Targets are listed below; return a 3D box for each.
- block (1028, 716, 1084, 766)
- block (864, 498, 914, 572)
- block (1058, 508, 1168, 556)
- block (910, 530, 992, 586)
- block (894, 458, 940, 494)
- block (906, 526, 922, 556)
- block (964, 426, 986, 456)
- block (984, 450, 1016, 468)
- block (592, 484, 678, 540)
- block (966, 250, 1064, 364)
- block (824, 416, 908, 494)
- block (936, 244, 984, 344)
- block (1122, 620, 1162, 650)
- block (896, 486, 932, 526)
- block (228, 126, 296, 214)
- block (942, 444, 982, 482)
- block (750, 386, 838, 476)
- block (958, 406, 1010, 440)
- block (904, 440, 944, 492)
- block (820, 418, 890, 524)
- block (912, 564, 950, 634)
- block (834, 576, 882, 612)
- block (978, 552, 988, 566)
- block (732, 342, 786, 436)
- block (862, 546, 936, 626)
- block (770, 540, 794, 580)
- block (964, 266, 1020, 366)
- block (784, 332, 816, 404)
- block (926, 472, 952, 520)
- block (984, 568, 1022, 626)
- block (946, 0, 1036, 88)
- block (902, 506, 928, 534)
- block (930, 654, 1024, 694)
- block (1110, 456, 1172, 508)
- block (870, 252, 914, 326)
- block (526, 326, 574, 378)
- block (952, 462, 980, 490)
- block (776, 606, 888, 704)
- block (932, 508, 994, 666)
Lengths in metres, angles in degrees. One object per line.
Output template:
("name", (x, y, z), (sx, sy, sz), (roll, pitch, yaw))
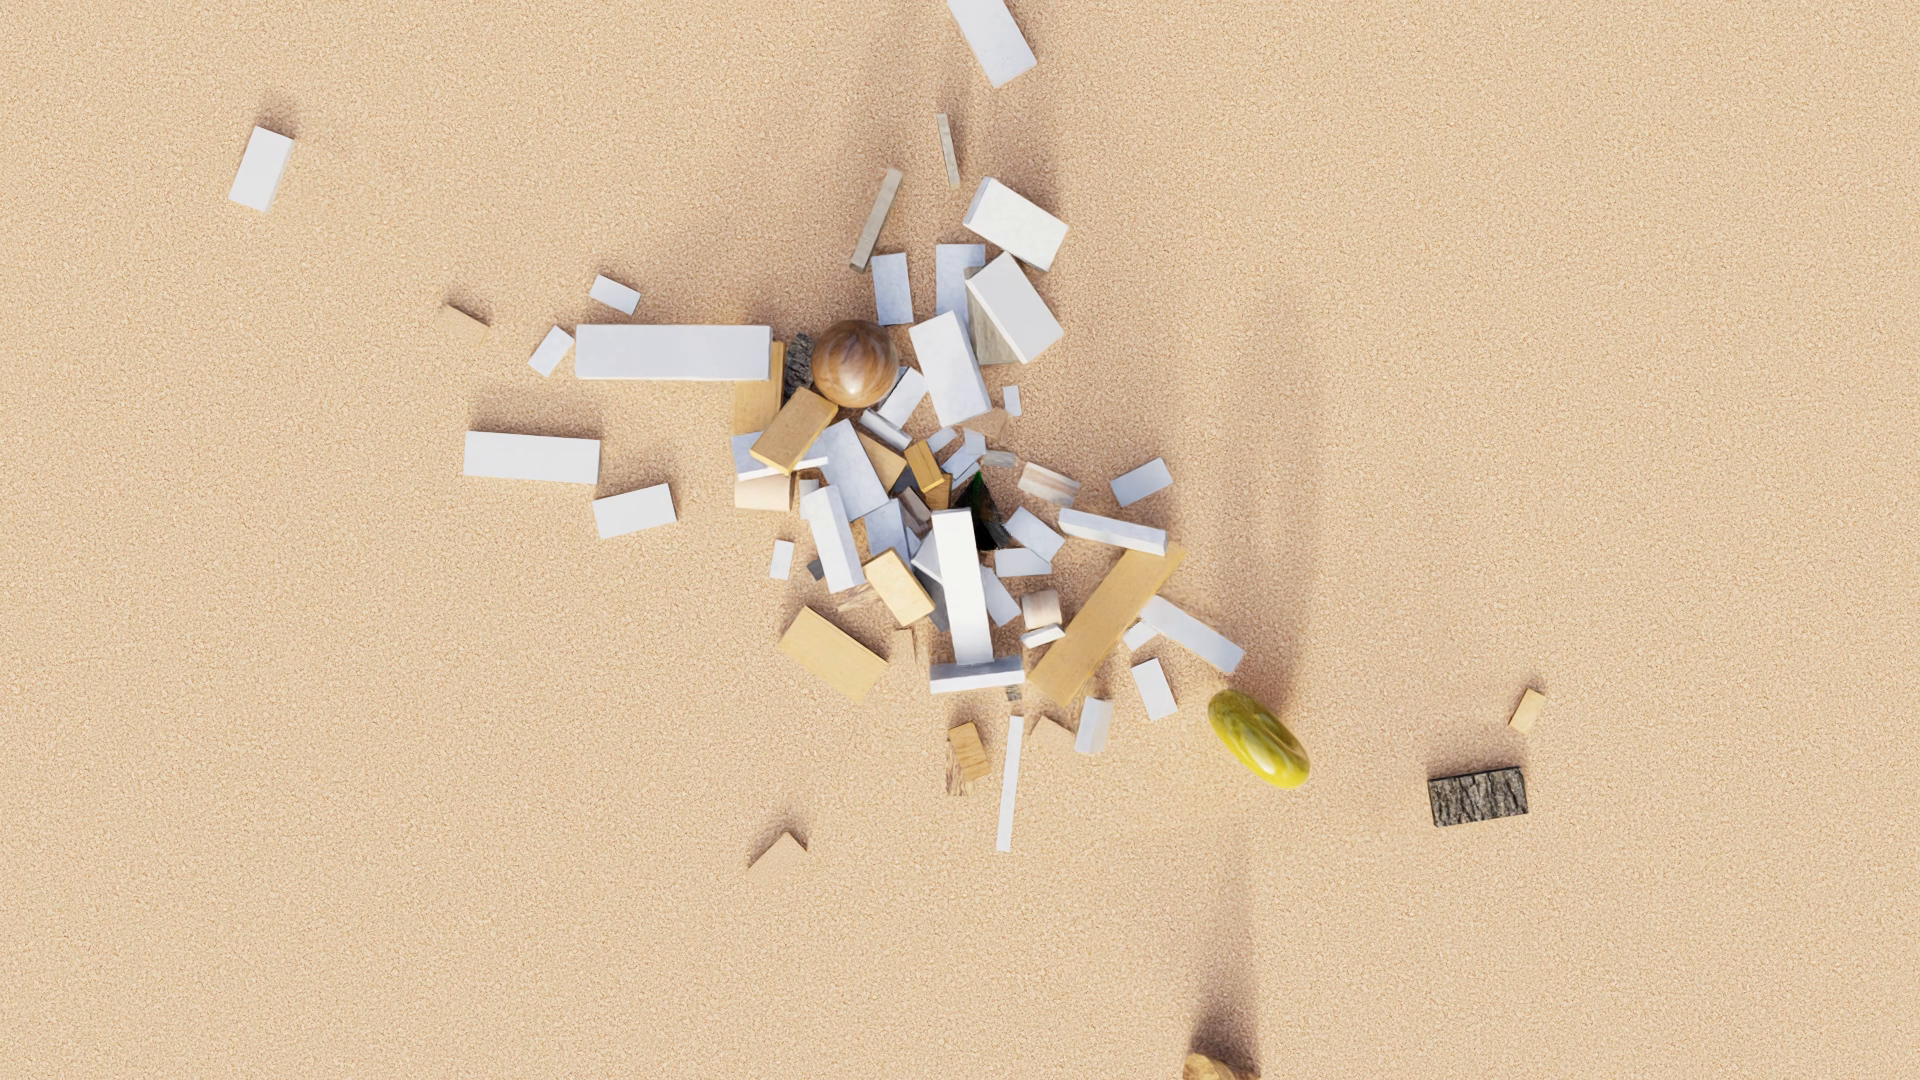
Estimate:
("block", (0.328, 0.667, 5.487), (0.182, 0.026, 0.091), (30, 90, 0))
("block", (-0.237, -0.003, 5.425), (0.124, 0.035, 0.248), (-14, 77, 12))
("block", (0.502, -0.026, 5.376), (0.346, 0.173, 0.049), (13, 81, 12))
("block", (-0.029, 0.088, 5.409), (0.249, 0.035, 0.125), (35, 68, -12))
("block", (-0.145, -0.213, 5.488), (0.165, 0.023, 0.082), (-13, 90, 0))
("block", (-0.142, 0.087, 5.466), (0.124, 0.035, 0.248), (-39, 94, 6))
("block", (0.048, -0.344, 5.471), (0.064, 0.018, 0.129), (-6, 71, 0))
("block", (0.132, -0.270, 5.493), (0.101, 0.014, 0.050), (7, 90, 0))
("block", (-1.080, -0.095, 5.482), (0.258, 0.037, 0.129), (-14, 90, 0))
("block", (0.181, -0.764, 5.417), (0.167, 0.047, 0.334), (-40, 103, -17))
("block", (-0.383, -0.298, 5.465), (0.403, 0.044, 0.154), (32, 90, 4))
("block", (0.002, -0.817, 5.477), (0.161, 0.046, 0.322), (0, 90, 0))
("block", (0.607, 0.305, 5.491), (0.134, 0.019, 0.067), (-35, 90, 0))
("block", (-0.149, -0.114, 5.463), (0.062, 0.018, 0.124), (-40, 90, 22))
("block", (-2.319, -1.230, 5.482), (0.129, 0.037, 0.258), (21, 90, 0))
("block", (0.006, -0.262, 5.463), (0.064, 0.018, 0.129), (42, 76, 13))
("block", (-0.535, -0.354, 5.333), (0.145, 0.041, 0.291), (27, 64, 15))
("block", (0.063, -0.409, 5.451), (0.186, 0.026, 0.093), (22, 85, 21))
("block", (-0.118, -0.245, 5.443), (0.082, 0.023, 0.165), (-30, 62, 9))
("block", (-0.366, -0.227, 5.416), (0.154, 0.044, 0.309), (-27, 86, 2))
("block", (-0.087, 0.173, 5.438), (0.124, 0.035, 0.248), (-38, 95, 6))
("block", (-0.322, 0.170, 5.487), (0.190, 0.027, 0.095), (-15, 90, 0))
("block", (0.021, 0.055, 5.470), (0.131, 0.065, 0.018), (17, 45, 0))
("block", (-0.661, -0.499, 5.442), (0.154, 0.044, 0.309), (2, 86, 7))
("block", (-0.202, 0.152, 5.379), (0.125, 0.035, 0.249), (-29, 109, 18))
("block", (-0.592, 0.066, 5.491), (0.063, 0.018, 0.125), (10, 90, 0))
("block", (0.111, -0.742, 5.441), (0.161, 0.046, 0.322), (-7, 92, -21))
("block", (-0.559, -0.531, 5.482), (0.129, 0.037, 0.299), (33, 90, 0))
("block", (-0.071, -0.143, 5.456), (0.082, 0.023, 0.165), (9, 103, 24))
("block", (0.115, 0.191, 5.487), (0.091, 0.026, 0.182), (-36, 90, 0))
("block", (0.106, -1.683, 5.477), (0.161, 0.046, 0.322), (-29, 90, 0))
("block", (-0.160, -0.084, 5.491), (0.062, 0.018, 0.124), (-27, 90, 0))
("block", (0.054, 0.440, 5.420), (0.307, 0.153, 0.043), (-7, 106, 0))
("block", (0.603, -0.191, 5.487), (0.190, 0.027, 0.095), (-26, 91, -1))
("block", (-0.225, -0.831, 5.484), (0.115, 0.033, 0.230), (-7, 90, 0))
("block", (-1.360, -0.627, 5.489), (0.079, 0.022, 0.158), (36, 90, 0))
("block", (-0.001, -0.224, 5.478), (0.129, 0.018, 0.064), (-39, 90, -12))
("block", (-0.422, 0.380, 5.476), (0.334, 0.047, 0.167), (35, 90, 0))
("block", (0.013, 0.155, 5.354), (0.125, 0.035, 0.532), (-6, 110, 8))
